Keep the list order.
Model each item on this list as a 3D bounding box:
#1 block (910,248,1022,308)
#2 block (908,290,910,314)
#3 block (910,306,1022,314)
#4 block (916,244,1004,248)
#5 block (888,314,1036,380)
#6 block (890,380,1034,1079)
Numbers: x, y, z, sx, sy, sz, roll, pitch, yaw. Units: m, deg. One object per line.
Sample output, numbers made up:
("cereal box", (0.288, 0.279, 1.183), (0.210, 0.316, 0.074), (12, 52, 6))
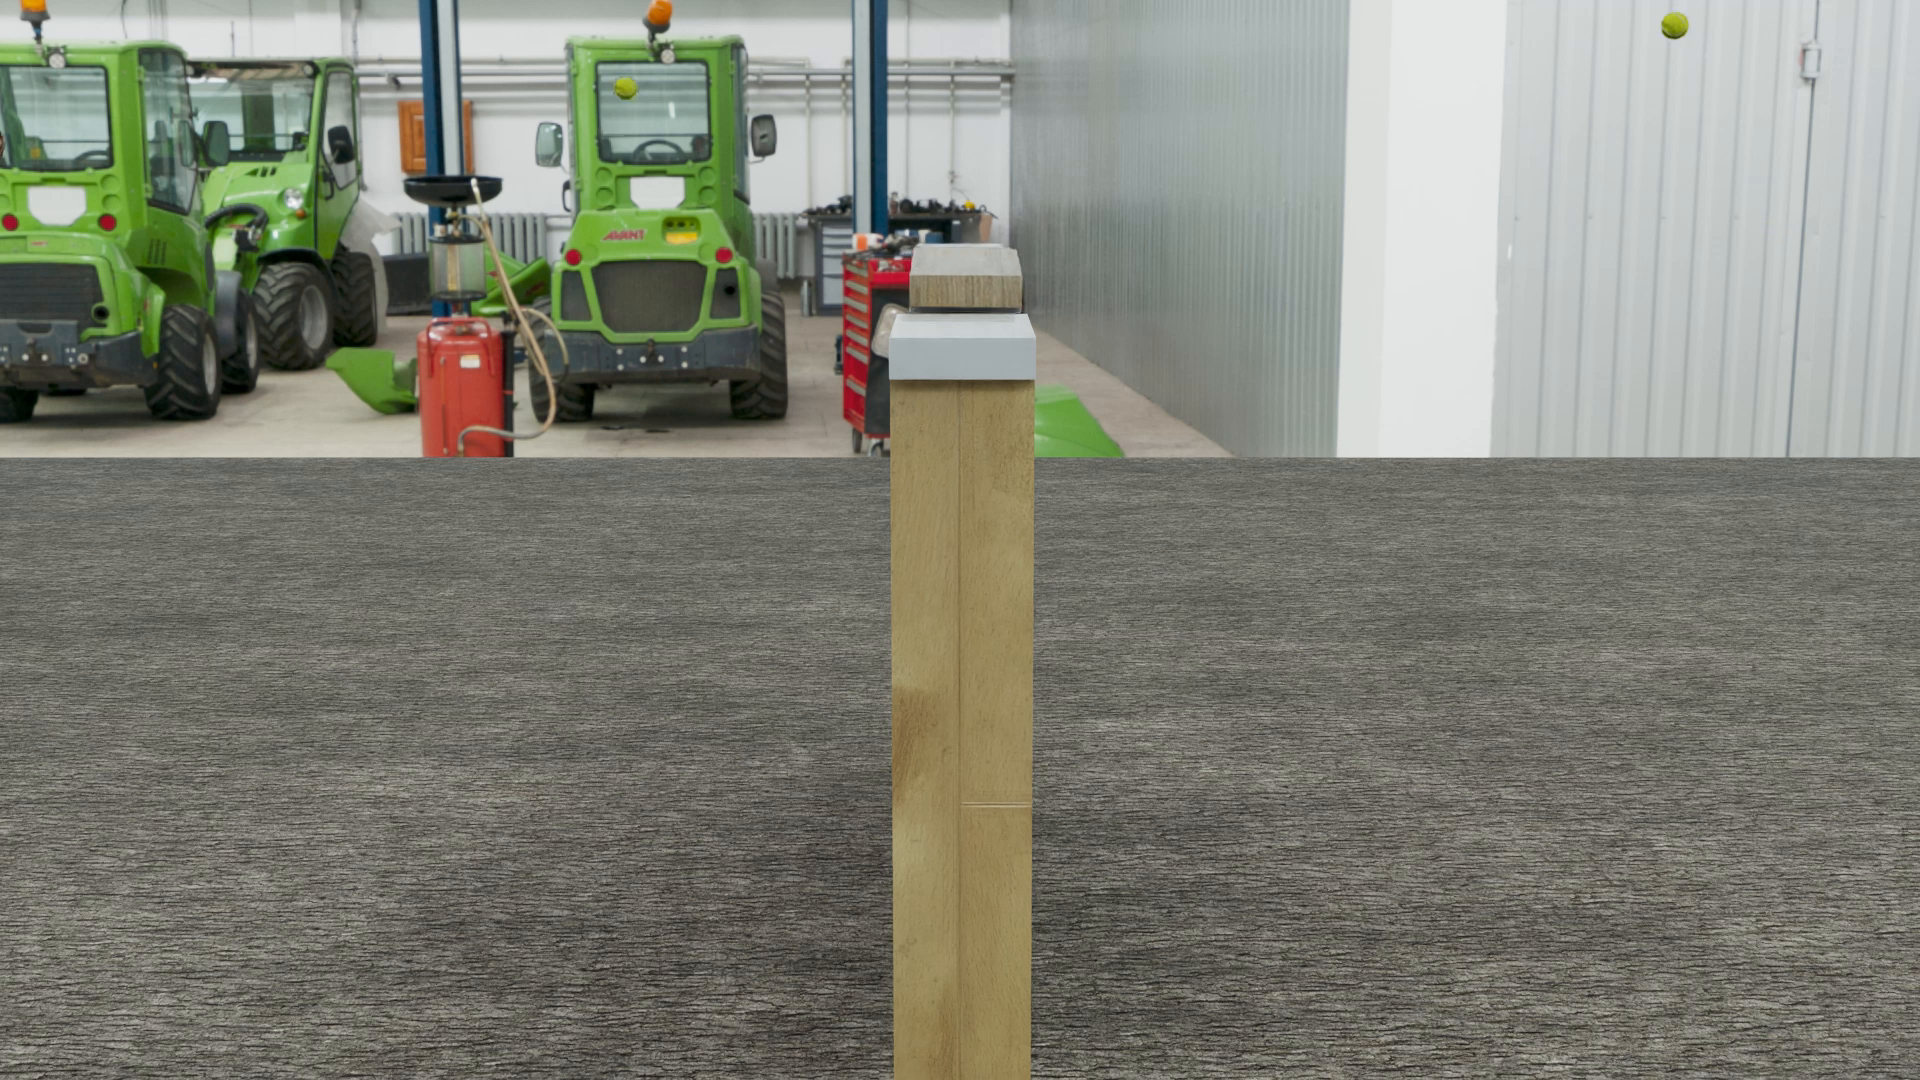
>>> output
("block", (0.008, -0.418, 3.487), (0.170, 0.048, 0.340), (0, 14, 0))
("block", (-0.001, -0.223, 3.652), (0.170, 0.382, 0.048), (1, 11, 2))
("block", (0.009, -0.198, 3.416), (0.170, 0.340, 0.048), (1, 11, 1))
("block", (-0.001, -0.485, 3.810), (0.153, 0.043, 0.305), (0, 10, 0))
("block", (0.003, -0.254, 2.861), (0.180, 0.051, 0.359), (0, 11, 0))
("block", (0.003, 0.261, 2.835), (0.180, 0.952, 0.051), (0, 11, 0))
